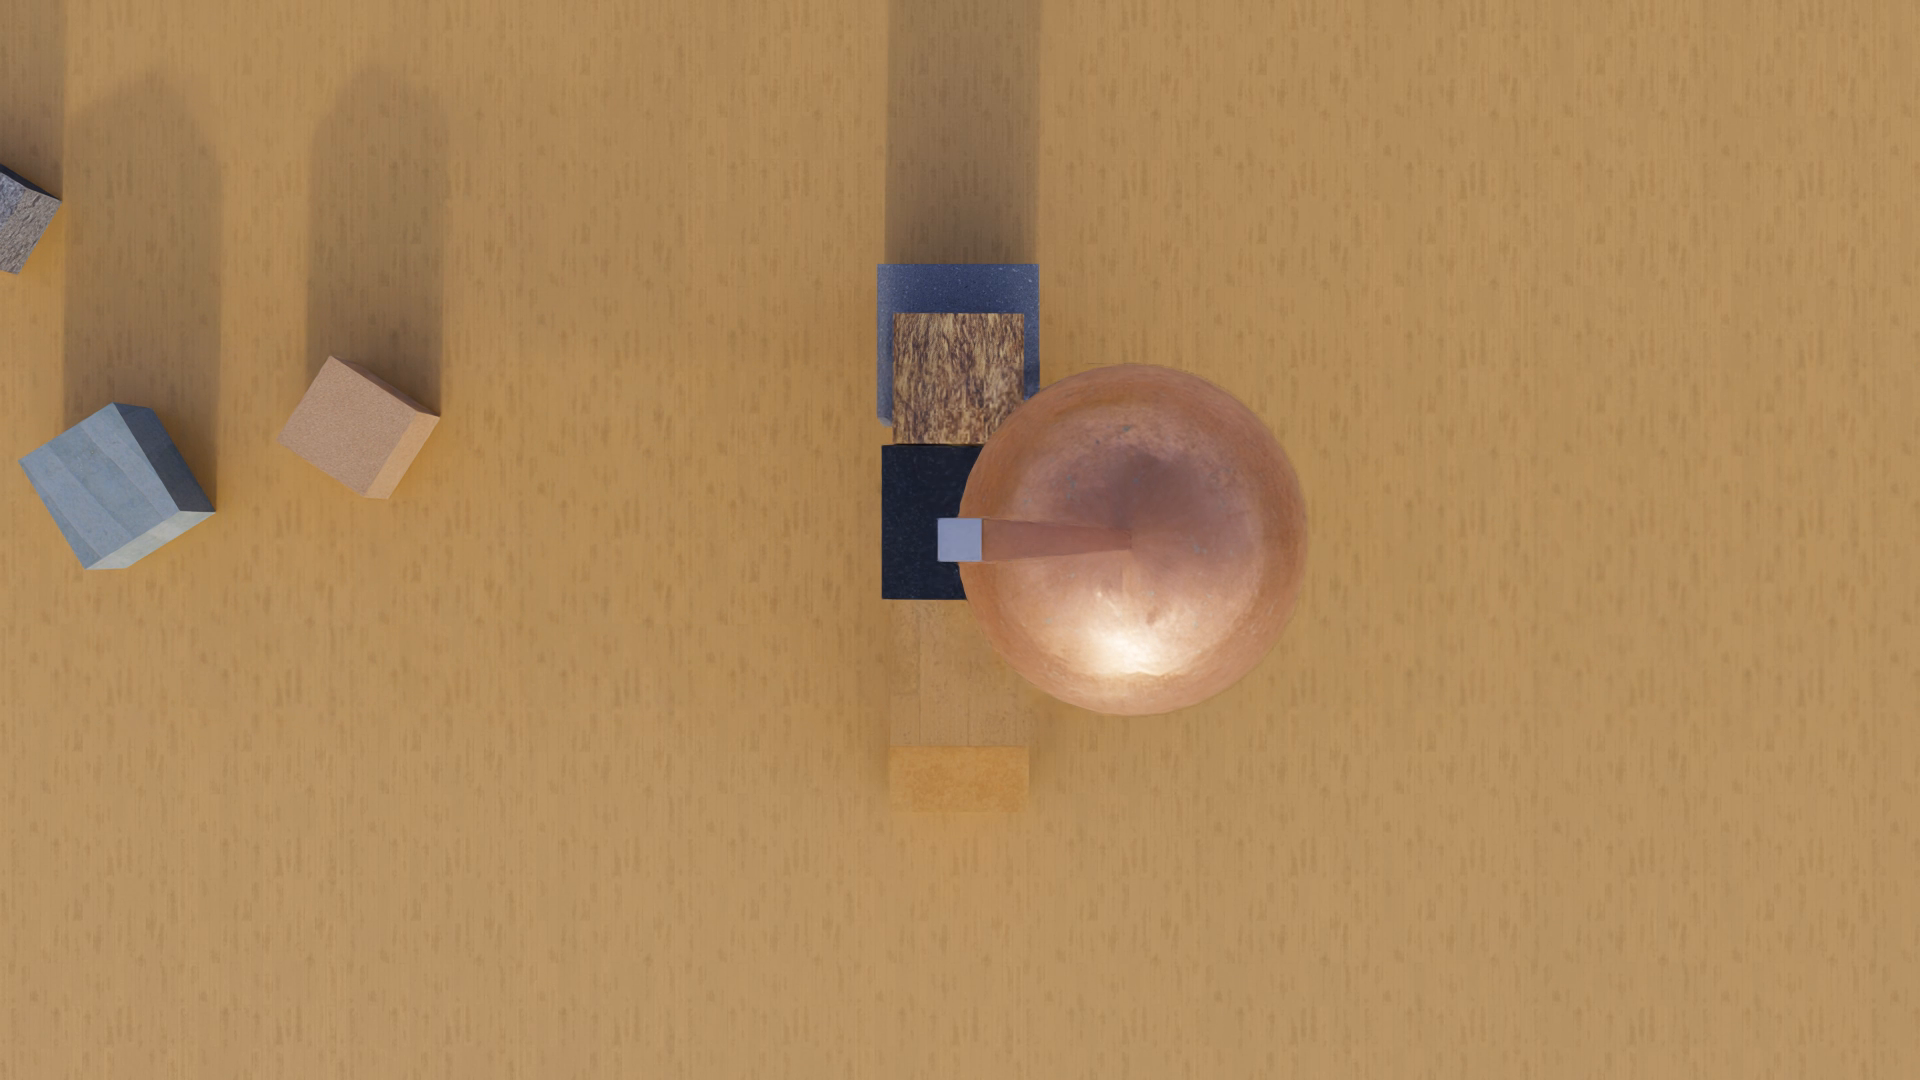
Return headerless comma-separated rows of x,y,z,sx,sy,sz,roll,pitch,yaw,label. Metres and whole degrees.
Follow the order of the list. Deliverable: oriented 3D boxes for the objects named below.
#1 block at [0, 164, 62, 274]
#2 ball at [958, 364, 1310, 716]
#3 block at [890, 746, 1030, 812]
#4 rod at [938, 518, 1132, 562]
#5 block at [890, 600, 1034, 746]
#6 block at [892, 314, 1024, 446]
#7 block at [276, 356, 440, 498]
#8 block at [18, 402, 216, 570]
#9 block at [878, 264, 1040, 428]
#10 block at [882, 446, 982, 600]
-5.685,-1.935,12.753,0.581,0.494,0.509,31,90,0,block
0.781,0.000,9.997,1.600,1.600,1.600,0,90,0,ball
-0.004,1.161,12.577,0.773,0.847,0.688,0,90,0,block
0.338,0.000,6.626,0.080,5.200,0.080,0,90,7,rod
0.012,0.718,11.797,0.751,0.728,0.761,0,85,0,block
-0.008,-0.835,11.681,0.676,0.623,0.674,0,90,0,block
-3.473,-0.645,12.726,0.593,0.547,0.573,33,90,0,block
-4.853,-0.305,12.696,0.631,0.608,0.722,-32,90,0,block
-0.010,-1.086,12.496,0.885,1.008,0.839,0,90,0,block
-0.023,-0.081,11.880,0.775,0.809,0.803,0,88,0,block
